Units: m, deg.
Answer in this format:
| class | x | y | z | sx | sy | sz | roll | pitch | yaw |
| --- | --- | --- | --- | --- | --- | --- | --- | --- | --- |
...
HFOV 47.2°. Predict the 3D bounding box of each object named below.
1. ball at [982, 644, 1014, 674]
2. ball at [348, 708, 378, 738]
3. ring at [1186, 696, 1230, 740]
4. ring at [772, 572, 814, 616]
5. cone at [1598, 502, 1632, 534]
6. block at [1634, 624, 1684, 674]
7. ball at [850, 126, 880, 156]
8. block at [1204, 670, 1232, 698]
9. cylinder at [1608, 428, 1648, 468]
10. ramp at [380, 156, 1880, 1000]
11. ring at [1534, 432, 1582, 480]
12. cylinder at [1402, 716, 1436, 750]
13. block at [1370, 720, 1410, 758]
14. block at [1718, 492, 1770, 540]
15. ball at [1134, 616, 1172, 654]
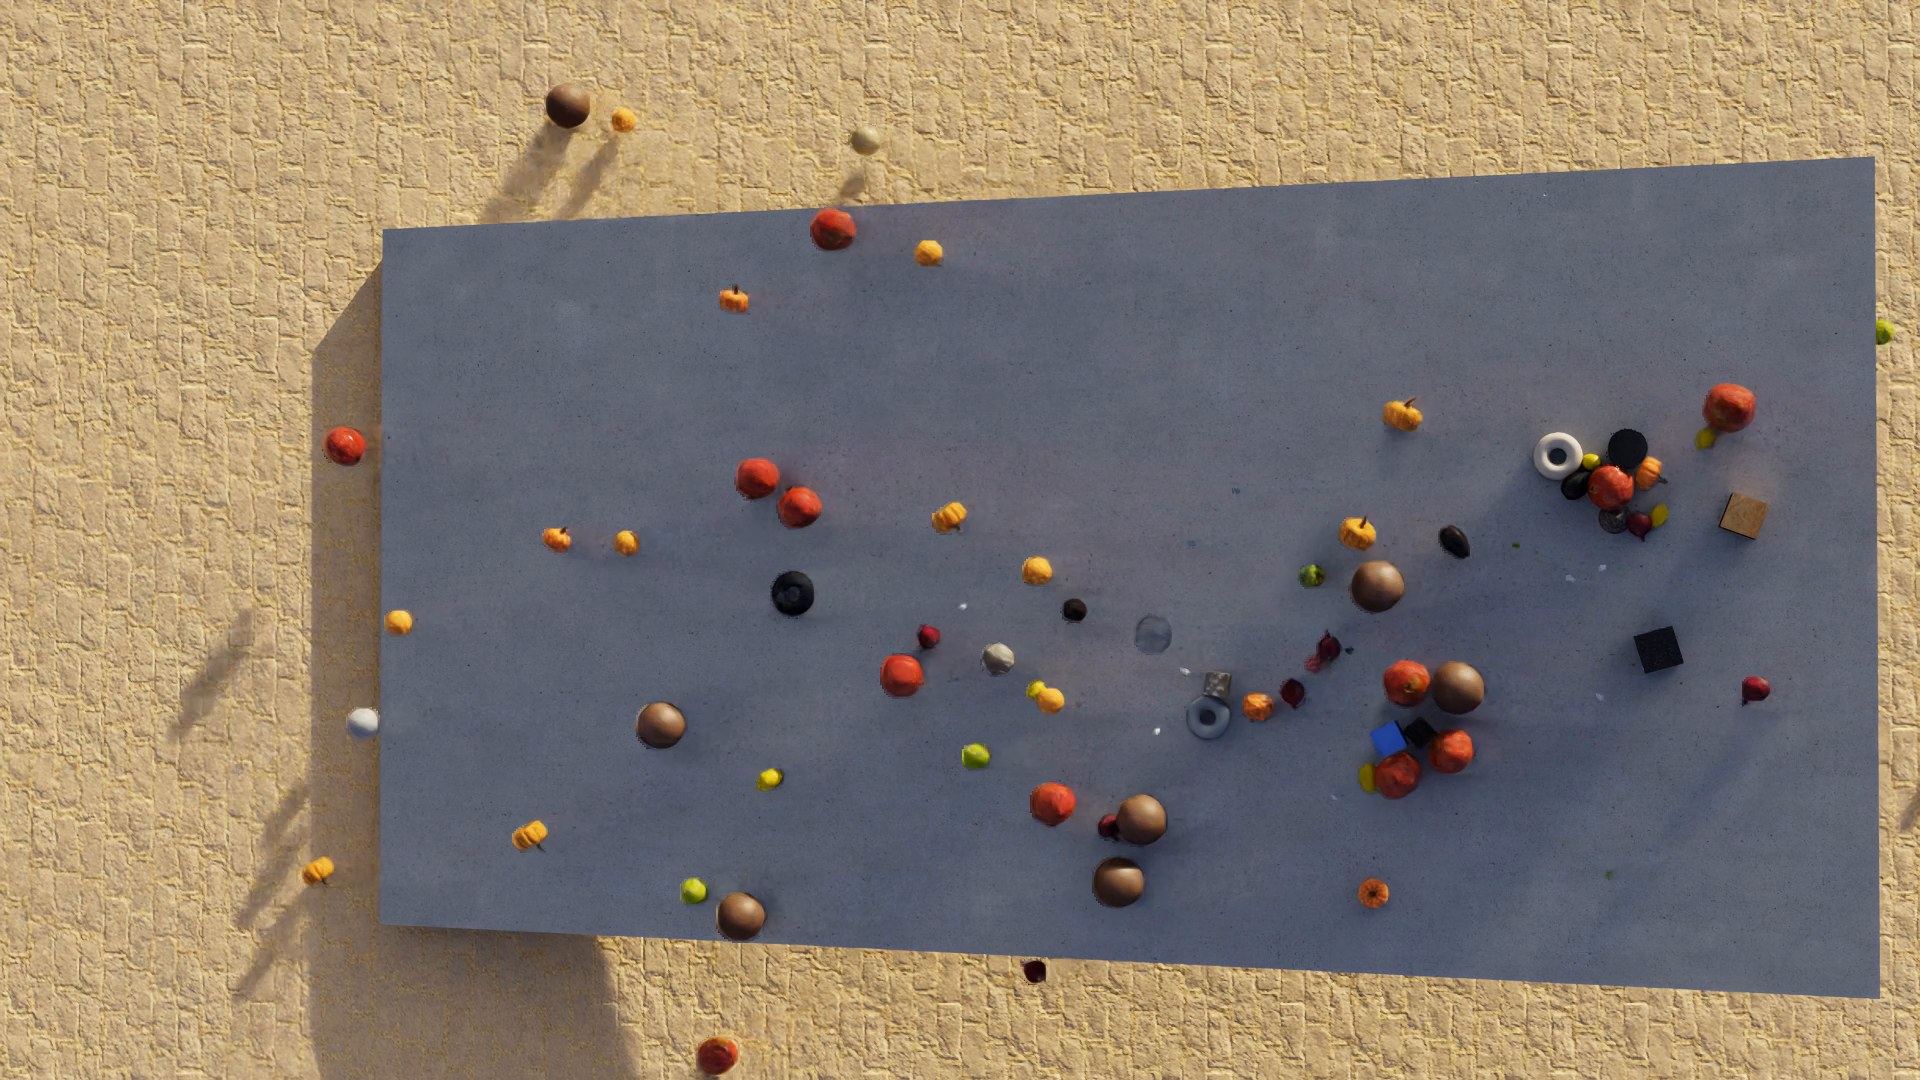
| class | x | y | z | sx | sy | sz | roll | pitch | yaw |
| --- | --- | --- | --- | --- | --- | --- | --- | --- | --- |
| ball | 0.100 | 0.313 | 5.772 | 0.083 | 0.083 | 0.083 | 0 | 89 | 0 |
| ball | -1.707 | 0.524 | 6.290 | 0.085 | 0.085 | 0.085 | 0 | 89 | 0 |
| ring | 0.637 | 0.455 | 5.637 | 0.116 | 0.039 | 0.116 | -1 | 86 | 19 |
| ring | -0.452 | 0.145 | 5.956 | 0.122 | 0.041 | 0.122 | 0 | 88 | 15 |
| cone | 1.594 | -0.055 | 5.348 | 0.079 | 0.079 | 0.079 | 0 | 89 | 16 |
| block | 1.686 | 0.264 | 5.309 | 0.093 | 0.093 | 0.093 | -18 | 84 | 15 |
| ball | -0.261 | -1.106 | 6.090 | 0.084 | 0.084 | 0.084 | 0 | 89 | 0 |
| block | 0.659 | 0.369 | 5.622 | 0.058 | 0.058 | 0.058 | 8 | 91 | 16 |
| cylinder | 1.620 | -0.221 | 5.336 | 0.091 | 0.091 | 0.091 | 0 | 89 | 16 |
| ramp | 0.270 | 0.096 | 5.821 | 4.000 | 0.100 | 2.000 | 0 | 89 | 16 |
| ring | 1.470 | -0.205 | 5.406 | 0.118 | 0.039 | 0.118 | -1 | 88 | 16 |
| cylinder | 1.145 | 0.480 | 5.479 | 0.060 | 0.060 | 0.060 | -42 | 78 | -1 |
| block | 1.073 | 0.497 | 5.495 | 0.069 | 0.069 | 0.069 | -29 | 82 | 14 |
| block | 1.875 | -0.057 | 5.262 | 0.087 | 0.087 | 0.087 | 22 | 95 | 15 |
| ball | 0.498 | 0.242 | 5.650 | 0.097 | 0.097 | 0.097 | 0 | 89 | 0 |
